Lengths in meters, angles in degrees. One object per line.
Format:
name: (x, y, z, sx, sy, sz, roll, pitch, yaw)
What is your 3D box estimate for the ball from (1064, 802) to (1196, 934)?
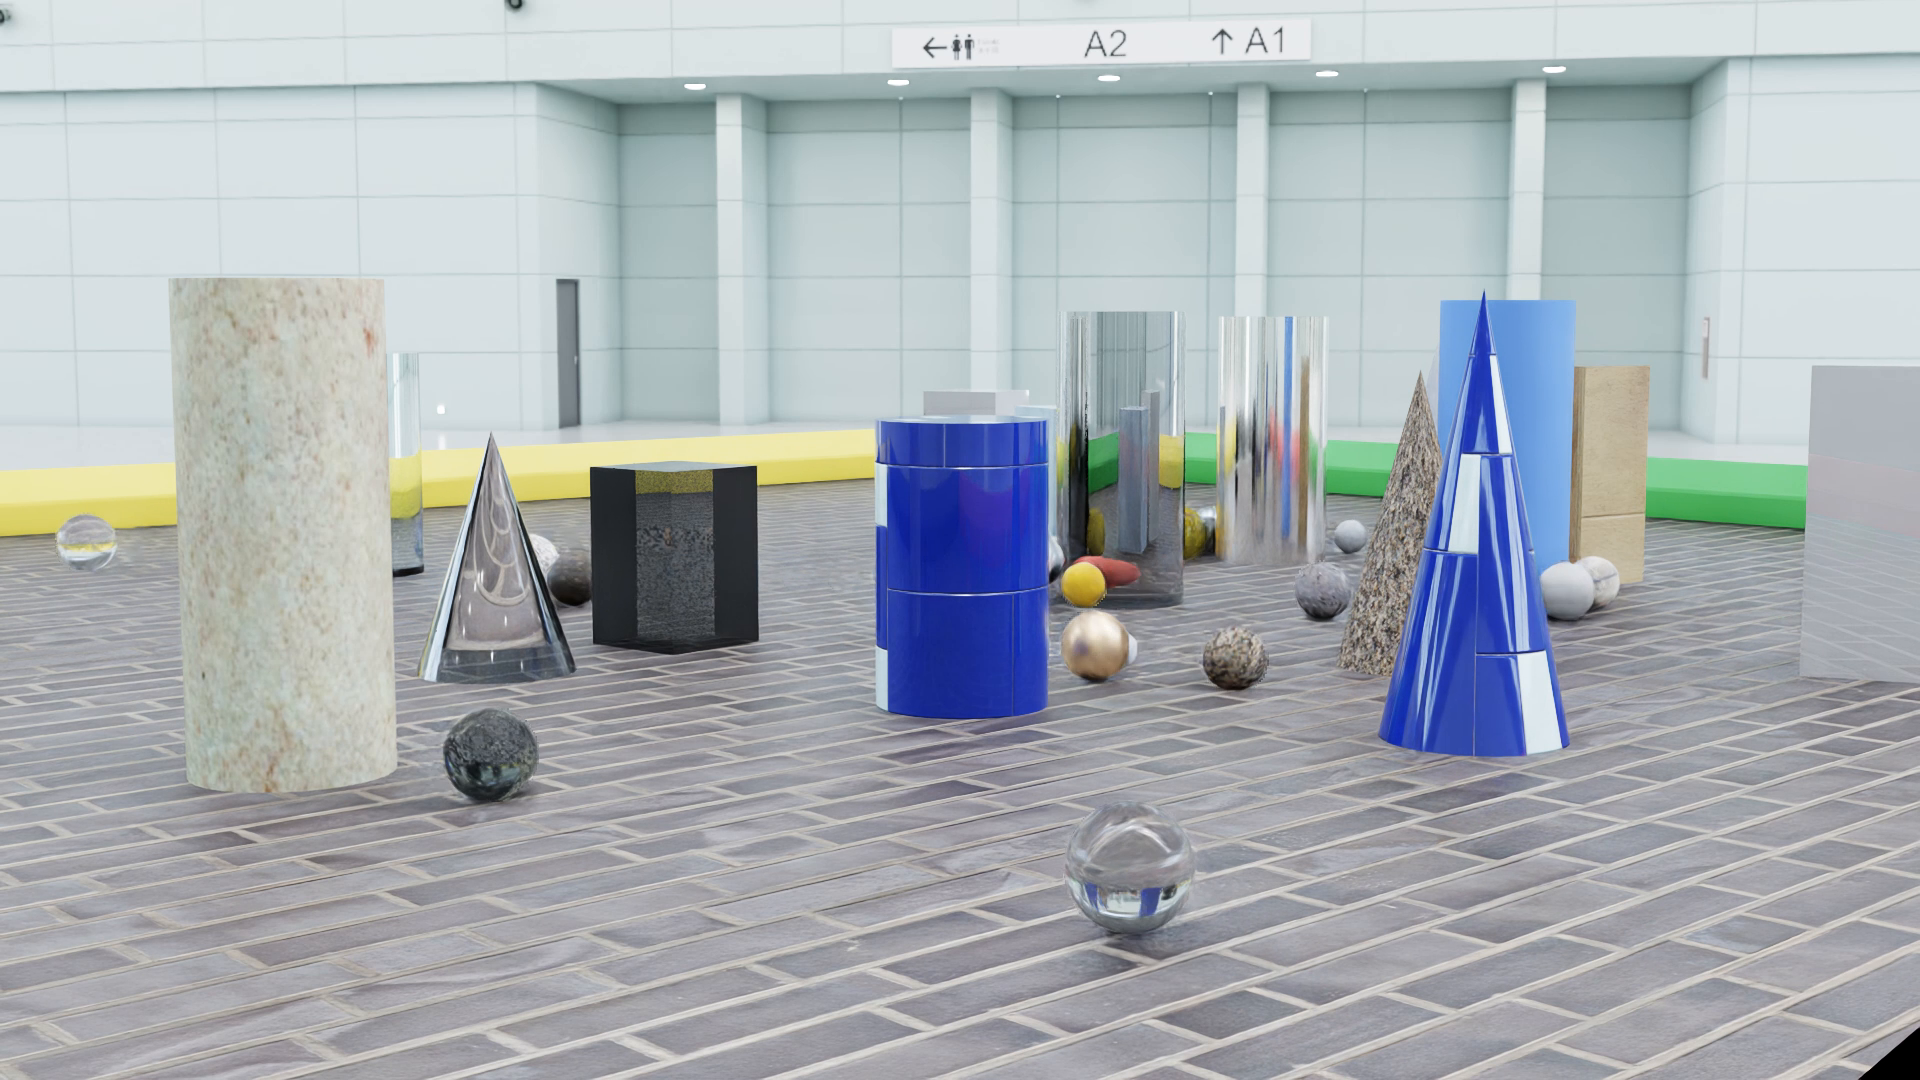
ball: (0.122, 0.235, 1.576, 0.093, 0.093, 0.093, 0, 6, 0)

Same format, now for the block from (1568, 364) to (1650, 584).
block: (1.014, -0.110, 3.617, 0.156, 0.354, 0.156, -4, 7, -34)

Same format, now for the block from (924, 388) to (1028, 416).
block: (0.032, -0.153, 4.359, 0.156, 0.286, 0.156, 3, 7, 26)

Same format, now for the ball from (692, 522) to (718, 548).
ball: (-0.477, -0.010, 4.125, 0.049, 0.049, 0.049, 0, 6, 0)

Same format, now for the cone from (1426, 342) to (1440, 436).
cone: (0.859, -0.165, 3.971, 0.196, 0.390, 0.196, 0, 6, 0)

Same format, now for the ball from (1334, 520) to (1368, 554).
ball: (0.718, -0.006, 4.035, 0.060, 0.060, 0.060, 0, 6, 0)

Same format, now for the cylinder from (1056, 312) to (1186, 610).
cylinder: (0.244, -0.126, 3.349, 0.196, 0.442, 0.196, 0, 6, 0)

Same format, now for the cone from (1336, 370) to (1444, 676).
cone: (0.571, -0.028, 2.745, 0.196, 0.372, 0.196, 0, 6, 0)

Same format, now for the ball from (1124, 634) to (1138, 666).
ball: (0.201, 0.136, 2.756, 0.043, 0.043, 0.043, 0, 6, 0)

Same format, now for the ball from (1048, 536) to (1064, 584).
ball: (0.116, 0.031, 3.311, 0.081, 0.081, 0.081, 0, 6, 0)

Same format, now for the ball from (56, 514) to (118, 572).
ball: (-1.493, 0.005, 3.759, 0.097, 0.097, 0.097, 0, 6, 0)

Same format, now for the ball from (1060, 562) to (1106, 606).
ball: (0.178, 0.065, 3.185, 0.064, 0.064, 0.064, 0, 6, 0)

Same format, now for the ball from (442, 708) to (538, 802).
ball: (-0.427, 0.195, 1.999, 0.084, 0.084, 0.084, 0, 6, 0)

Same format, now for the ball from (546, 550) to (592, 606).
ball: (-0.582, 0.057, 3.321, 0.083, 0.083, 0.083, 0, 6, 0)

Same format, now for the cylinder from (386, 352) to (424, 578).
cylinder: (-1.011, -0.130, 3.720, 0.196, 0.372, 0.196, 0, 6, 0)

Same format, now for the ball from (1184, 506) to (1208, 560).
ball: (0.391, -0.012, 3.914, 0.098, 0.098, 0.098, 0, 6, 0)

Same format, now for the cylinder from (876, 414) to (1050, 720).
cylinder: (0.002, 0.025, 2.479, 0.196, 0.323, 0.196, 0, 6, 0)

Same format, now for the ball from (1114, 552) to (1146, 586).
ball: (0.276, 0.047, 3.564, 0.054, 0.054, 0.054, 0, 6, 0)

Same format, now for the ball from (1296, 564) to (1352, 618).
ball: (0.525, 0.074, 3.178, 0.081, 0.081, 0.081, 0, 6, 0)

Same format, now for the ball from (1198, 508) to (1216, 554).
ball: (0.457, -0.017, 4.034, 0.083, 0.083, 0.083, 0, 6, 0)

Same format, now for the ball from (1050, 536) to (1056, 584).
ball: (0.152, 0.031, 3.491, 0.077, 0.077, 0.077, 0, 6, 0)

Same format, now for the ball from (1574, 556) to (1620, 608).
ball: (0.949, 0.063, 3.295, 0.077, 0.077, 0.077, 0, 6, 0)

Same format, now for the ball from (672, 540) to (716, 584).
ball: (-0.434, 0.035, 3.590, 0.071, 0.071, 0.071, 0, 6, 0)

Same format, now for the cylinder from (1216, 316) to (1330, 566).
cylinder: (0.555, -0.181, 3.917, 0.196, 0.433, 0.196, 0, 6, 0)

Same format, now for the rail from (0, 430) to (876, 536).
rail: (-1.356, -0.120, 4.794, 4.112, 0.127, 0.045, -5, 8, -42)

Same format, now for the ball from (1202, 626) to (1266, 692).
ball: (0.322, 0.139, 2.578, 0.075, 0.075, 0.075, 0, 6, 0)

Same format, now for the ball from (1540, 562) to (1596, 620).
ball: (0.871, 0.074, 3.165, 0.083, 0.083, 0.083, 0, 6, 0)

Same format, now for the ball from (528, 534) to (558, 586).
ball: (-0.674, 0.038, 3.437, 0.096, 0.096, 0.096, 0, 6, 0)

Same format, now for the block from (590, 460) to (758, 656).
block: (-0.381, 0.020, 2.940, 0.156, 0.237, 0.156, 5, 8, 39)

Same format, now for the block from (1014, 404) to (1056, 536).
block: (0.208, -0.122, 4.170, 0.156, 0.263, 0.156, -3, 7, -26)

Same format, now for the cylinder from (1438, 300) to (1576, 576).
cylinder: (0.812, -0.128, 3.285, 0.196, 0.458, 0.196, 0, 6, 0)

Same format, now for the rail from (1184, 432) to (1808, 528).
rail: (1.494, -0.110, 4.703, 0.045, 0.127, 4.048, -5, 8, -42)

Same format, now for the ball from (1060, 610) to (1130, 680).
ball: (0.163, 0.127, 2.649, 0.084, 0.084, 0.084, 0, 6, 0)

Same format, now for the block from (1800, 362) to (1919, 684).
block: (1.127, -0.026, 2.704, 0.156, 0.378, 0.156, 3, 7, 24)

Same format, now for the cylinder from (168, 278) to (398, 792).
cylinder: (-0.646, -0.012, 2.106, 0.196, 0.473, 0.196, 0, 6, 0)

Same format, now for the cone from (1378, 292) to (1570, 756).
cone: (0.536, -0.026, 2.271, 0.196, 0.467, 0.196, 0, 6, 0)

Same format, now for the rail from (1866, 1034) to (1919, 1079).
rail: (1.356, 0.186, 1.870, 4.112, 0.127, 0.045, -5, 8, -42)

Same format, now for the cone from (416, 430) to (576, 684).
cone: (-0.573, 0.014, 2.705, 0.196, 0.298, 0.196, 0, 6, 0)
